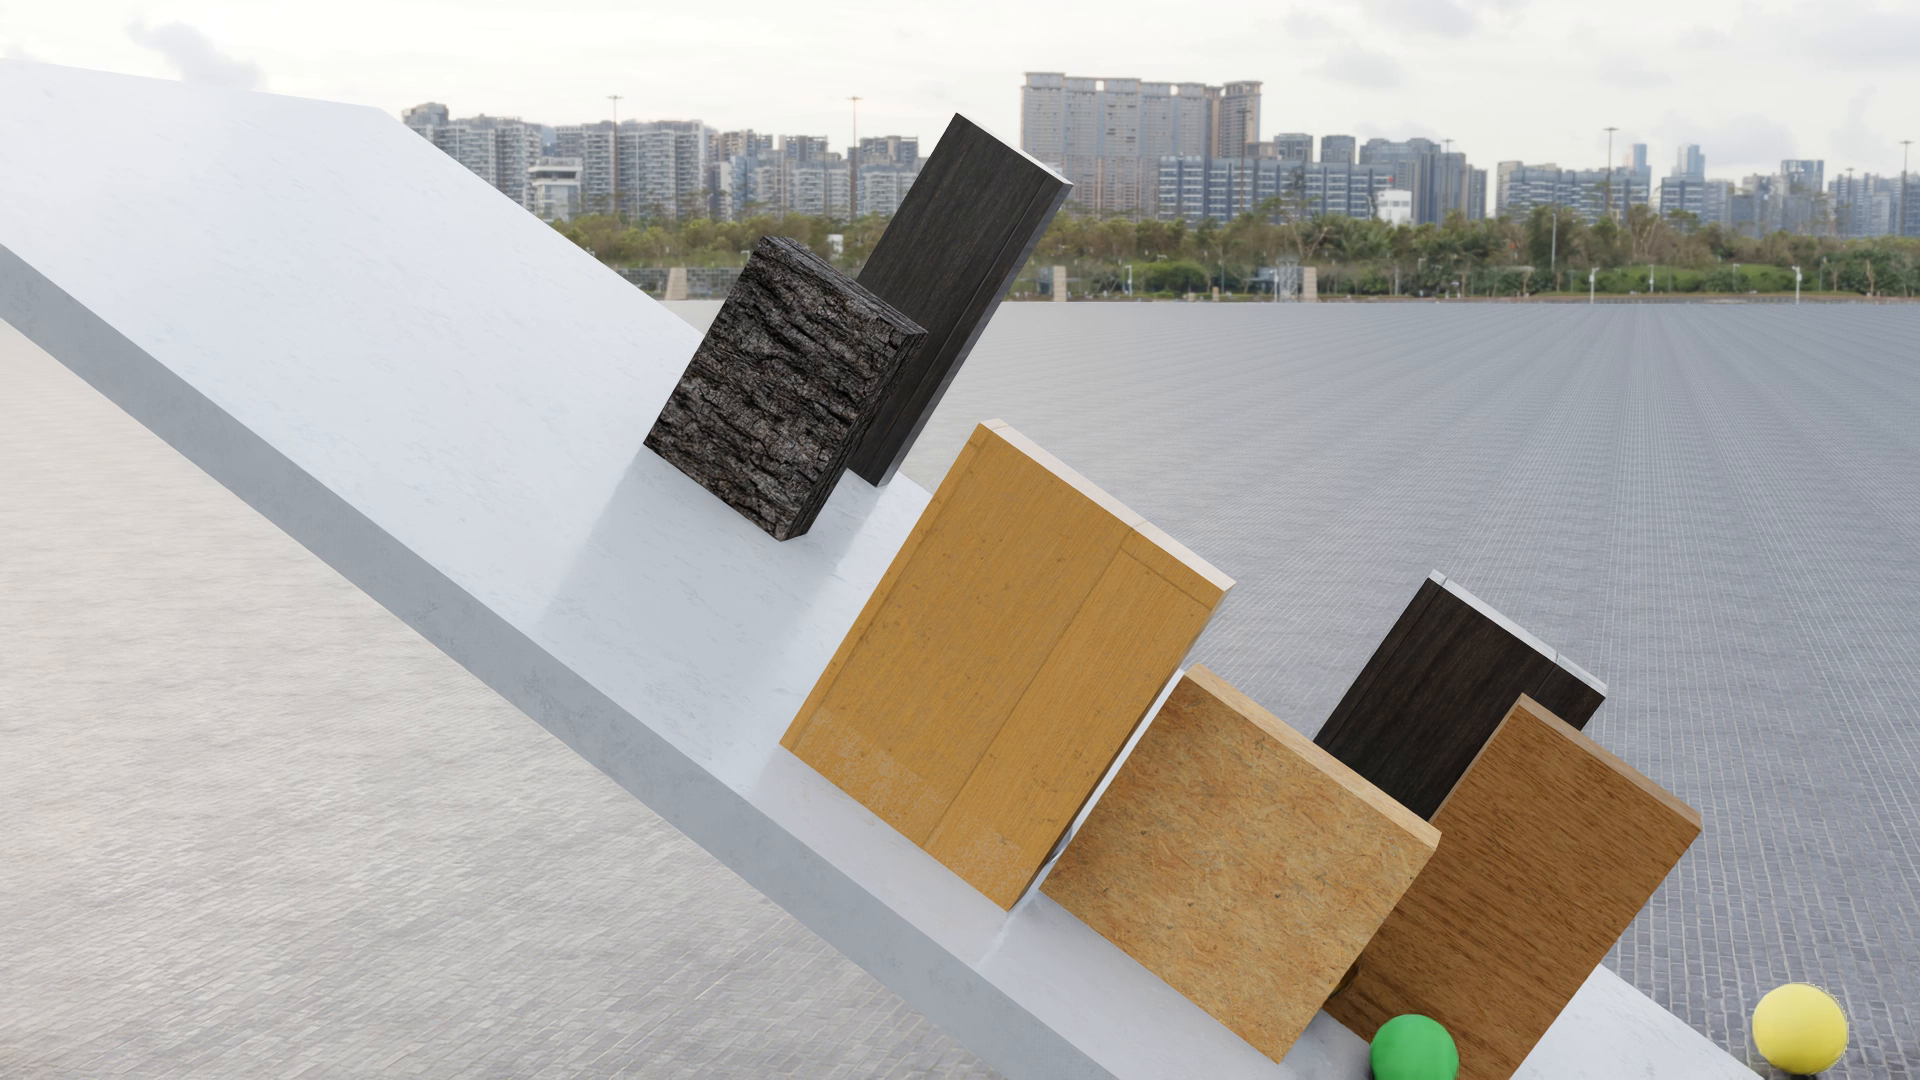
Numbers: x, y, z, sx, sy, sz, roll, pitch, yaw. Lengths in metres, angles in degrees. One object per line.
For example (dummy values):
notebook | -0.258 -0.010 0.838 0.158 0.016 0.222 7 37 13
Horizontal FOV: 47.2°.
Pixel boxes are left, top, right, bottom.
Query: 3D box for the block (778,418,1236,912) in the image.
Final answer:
block | 0.064 0.186 3.289 0.432 0.591 0.100 35 15 10

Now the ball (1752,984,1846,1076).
ball | 1.945 1.134 5.097 0.206 0.206 0.206 0 7 0

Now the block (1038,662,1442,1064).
block | 0.426 0.493 3.379 0.450 0.417 0.112 35 15 10

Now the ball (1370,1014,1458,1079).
ball | 0.716 0.819 3.472 0.138 0.138 0.138 0 7 0

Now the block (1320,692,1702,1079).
block | 0.880 0.598 3.587 0.336 0.608 0.110 35 15 10

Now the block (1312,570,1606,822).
block | 0.898 0.416 4.223 0.389 0.596 0.126 35 15 10

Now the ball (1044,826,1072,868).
ball | 0.107 0.446 3.432 0.137 0.137 0.137 0 7 0

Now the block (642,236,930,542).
block | -0.336 -0.292 4.229 0.337 0.471 0.141 35 15 10

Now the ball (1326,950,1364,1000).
ball | 0.567 0.661 3.556 0.169 0.169 0.169 0 7 0

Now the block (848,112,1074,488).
block | -0.085 -0.524 4.852 0.285 0.790 0.088 35 15 10

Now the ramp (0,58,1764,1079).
ramp | -0.135 0.226 4.103 4.000 0.100 2.000 35 15 10
